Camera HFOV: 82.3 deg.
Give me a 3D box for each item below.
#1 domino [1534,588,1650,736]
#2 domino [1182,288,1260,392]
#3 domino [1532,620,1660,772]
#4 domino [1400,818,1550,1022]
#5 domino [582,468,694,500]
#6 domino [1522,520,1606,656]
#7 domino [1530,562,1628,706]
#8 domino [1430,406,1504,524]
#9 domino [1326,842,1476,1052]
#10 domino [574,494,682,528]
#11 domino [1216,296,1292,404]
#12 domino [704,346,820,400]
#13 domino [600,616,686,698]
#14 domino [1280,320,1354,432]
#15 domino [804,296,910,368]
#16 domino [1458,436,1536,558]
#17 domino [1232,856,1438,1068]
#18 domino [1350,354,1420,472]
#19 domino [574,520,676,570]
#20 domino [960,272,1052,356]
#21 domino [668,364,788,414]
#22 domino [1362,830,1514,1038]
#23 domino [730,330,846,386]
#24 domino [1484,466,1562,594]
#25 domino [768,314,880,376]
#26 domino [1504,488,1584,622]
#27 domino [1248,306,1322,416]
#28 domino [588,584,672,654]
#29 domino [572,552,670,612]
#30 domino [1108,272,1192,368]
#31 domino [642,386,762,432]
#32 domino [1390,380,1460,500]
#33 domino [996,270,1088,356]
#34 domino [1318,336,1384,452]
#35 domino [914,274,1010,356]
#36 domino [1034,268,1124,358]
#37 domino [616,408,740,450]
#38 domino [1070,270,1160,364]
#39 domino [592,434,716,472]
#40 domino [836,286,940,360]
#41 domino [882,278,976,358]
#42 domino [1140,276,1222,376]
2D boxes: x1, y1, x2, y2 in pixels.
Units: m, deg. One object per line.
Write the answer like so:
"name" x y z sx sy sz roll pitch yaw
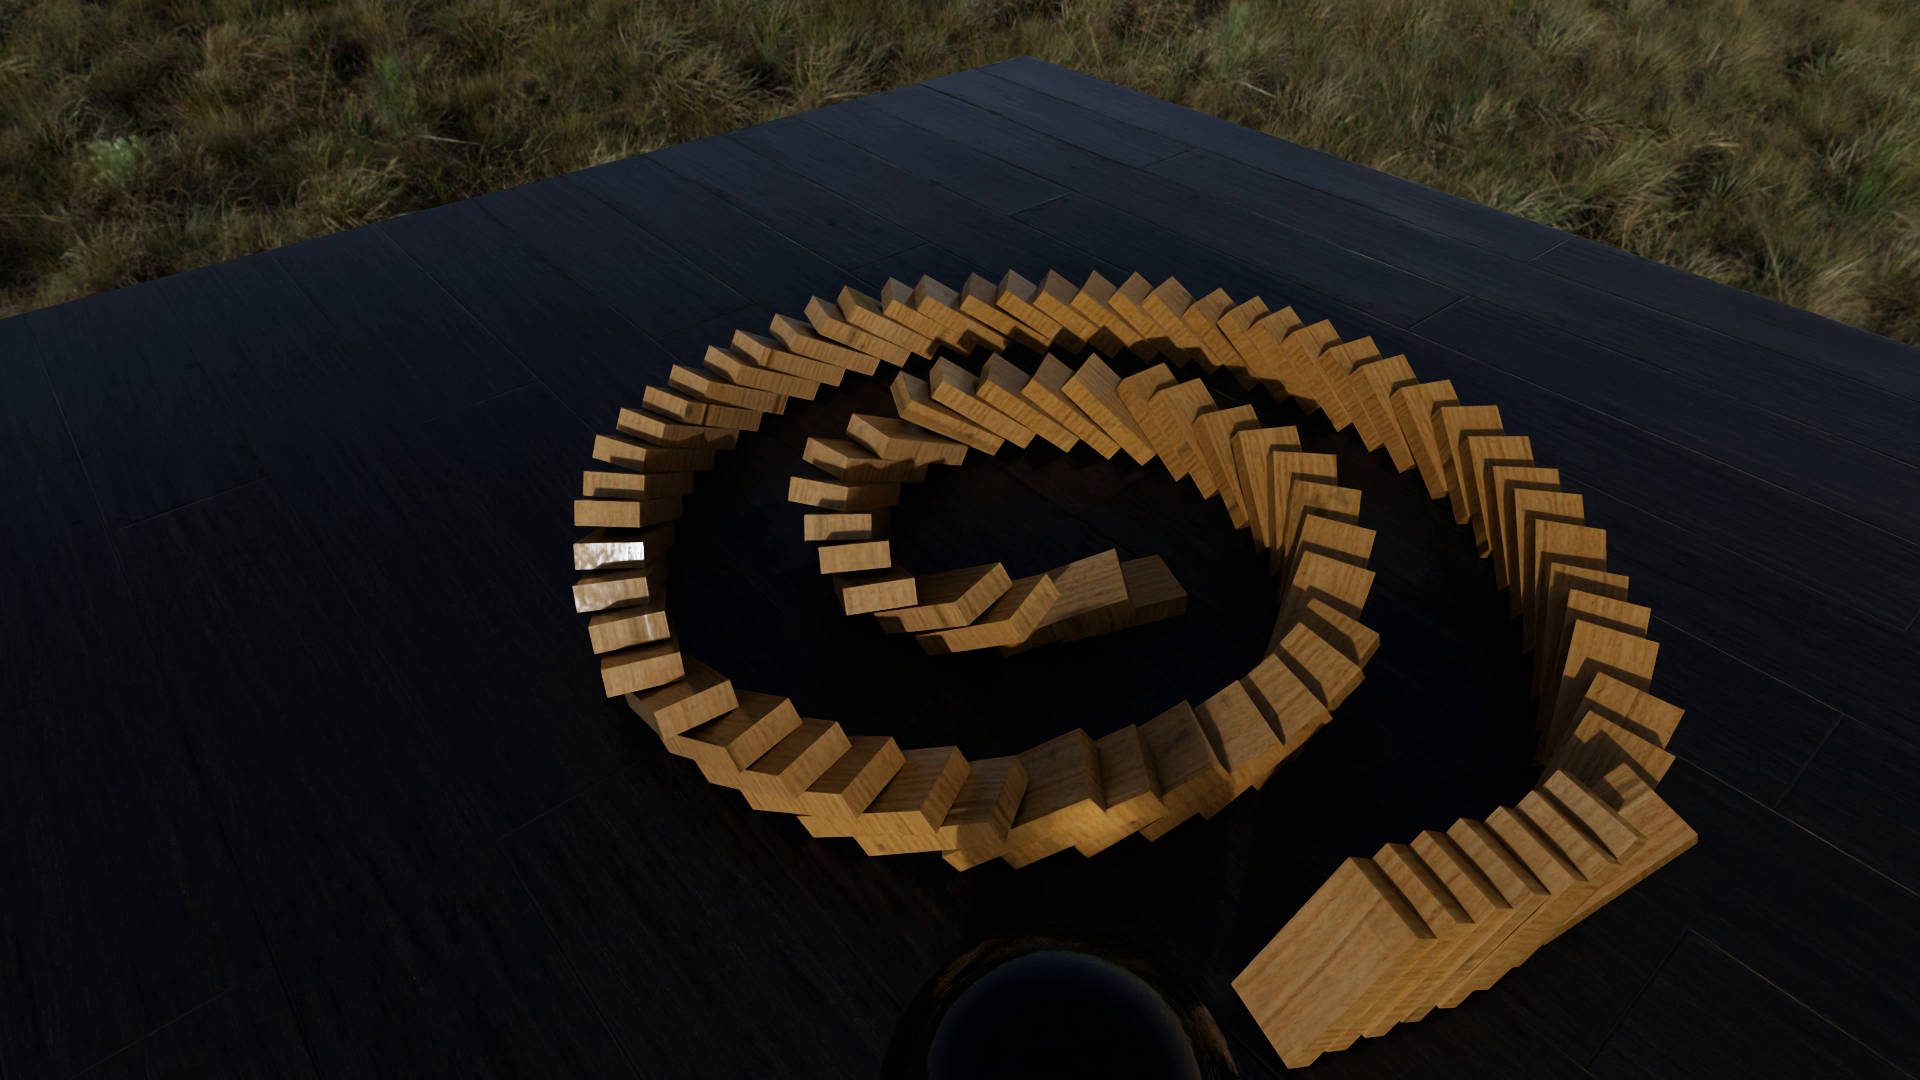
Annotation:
"domino" 0.212 0.044 0.368 0.025 0.009 0.050 15 76 15
"domino" 0.136 -0.100 0.546 0.025 0.010 0.050 -34 82 -34
"domino" 0.206 0.054 0.356 0.025 0.010 0.050 18 76 15
"domino" 0.127 0.101 0.291 0.009 0.050 0.025 17 26 -38
"domino" -0.131 -0.023 0.451 0.025 0.009 0.050 4 6 8
"domino" 0.220 0.019 0.401 0.025 0.009 0.050 9 70 6
"domino" 0.216 0.035 0.383 0.025 0.009 0.050 12 70 14
"domino" 0.218 -0.032 0.464 0.025 0.009 0.050 -2 69 -5
"domino" 0.105 0.106 0.285 0.010 0.050 0.025 17 26 -38
"domino" -0.131 -0.012 0.437 0.025 0.010 0.050 2 6 4
"domino" 0.150 -0.093 0.536 0.025 0.010 0.050 -31 82 -33
"domino" -0.093 -0.079 0.519 0.025 0.010 0.050 33 17 34
"domino" -0.109 0.039 0.378 0.025 0.009 0.050 -12 13 -15
"domino" 0.175 -0.078 0.517 0.025 0.009 0.050 -23 78 -29
"domino" -0.051 -0.104 0.549 0.050 0.009 0.025 17 26 -37
"domino" 0.221 -0.018 0.447 0.025 0.010 0.050 0 68 0
"domino" 0.095 0.108 0.282 0.009 0.050 0.025 17 26 -38
"domino" 0.198 -0.057 0.493 0.025 0.009 0.050 -17 75 -19
"domino" -0.128 0.001 0.424 0.025 0.009 0.050 -1 10 -2
"domino" 0.025 -0.117 0.567 0.050 0.010 0.025 26 37 -15
"domino" -0.106 -0.069 0.507 0.025 0.010 0.050 26 13 32
"domino" 0.116 0.103 0.288 0.010 0.050 0.025 17 26 -38
"domino" -0.082 -0.087 0.529 0.050 0.010 0.025 7 22 -48
"domino" 0.222 -0.004 0.430 0.025 0.009 0.050 3 68 3
"domino" -0.066 -0.096 0.541 0.050 0.009 0.025 10 26 -43
"domino" 0.222 0.006 0.416 0.025 0.010 0.050 6 69 5
"domino" 0.162 -0.086 0.527 0.025 0.010 0.050 -28 81 -32
"domino" -0.116 0.027 0.390 0.025 0.010 0.050 -12 11 -12
"domino" -0.124 0.015 0.406 0.025 0.009 0.050 -7 10 -5
"domino" 0.101 -0.112 0.560 0.050 0.010 0.025 42 46 -2
"domino" -0.115 -0.059 0.494 0.025 0.010 0.050 22 11 27
"domino" 0.209 -0.044 0.478 0.025 0.010 0.050 -11 71 -13
"domino" 0.043 -0.117 0.566 0.050 0.010 0.025 30 36 -15
"domino" 0.188 -0.067 0.505 0.025 0.010 0.050 -19 76 -21
"domino" 0.001 -0.115 0.563 0.050 0.009 0.025 25 32 -22
"domino" 0.062 -0.116 0.565 0.050 0.010 0.025 32 39 -11
"domino" -0.123 -0.049 0.483 0.025 0.010 0.050 21 11 23
"domino" 0.082 -0.115 0.564 0.050 0.010 0.025 37 43 -6
"domino" -0.129 -0.037 0.469 0.025 0.009 0.050 16 10 19
"domino" -0.036 -0.110 0.556 0.050 0.010 0.025 20 26 -31
"domino" -0.016 -0.114 0.562 0.050 0.009 0.025 24 32 -24
"domino" 0.117 -0.108 0.555 0.050 0.010 0.025 46 46 2
